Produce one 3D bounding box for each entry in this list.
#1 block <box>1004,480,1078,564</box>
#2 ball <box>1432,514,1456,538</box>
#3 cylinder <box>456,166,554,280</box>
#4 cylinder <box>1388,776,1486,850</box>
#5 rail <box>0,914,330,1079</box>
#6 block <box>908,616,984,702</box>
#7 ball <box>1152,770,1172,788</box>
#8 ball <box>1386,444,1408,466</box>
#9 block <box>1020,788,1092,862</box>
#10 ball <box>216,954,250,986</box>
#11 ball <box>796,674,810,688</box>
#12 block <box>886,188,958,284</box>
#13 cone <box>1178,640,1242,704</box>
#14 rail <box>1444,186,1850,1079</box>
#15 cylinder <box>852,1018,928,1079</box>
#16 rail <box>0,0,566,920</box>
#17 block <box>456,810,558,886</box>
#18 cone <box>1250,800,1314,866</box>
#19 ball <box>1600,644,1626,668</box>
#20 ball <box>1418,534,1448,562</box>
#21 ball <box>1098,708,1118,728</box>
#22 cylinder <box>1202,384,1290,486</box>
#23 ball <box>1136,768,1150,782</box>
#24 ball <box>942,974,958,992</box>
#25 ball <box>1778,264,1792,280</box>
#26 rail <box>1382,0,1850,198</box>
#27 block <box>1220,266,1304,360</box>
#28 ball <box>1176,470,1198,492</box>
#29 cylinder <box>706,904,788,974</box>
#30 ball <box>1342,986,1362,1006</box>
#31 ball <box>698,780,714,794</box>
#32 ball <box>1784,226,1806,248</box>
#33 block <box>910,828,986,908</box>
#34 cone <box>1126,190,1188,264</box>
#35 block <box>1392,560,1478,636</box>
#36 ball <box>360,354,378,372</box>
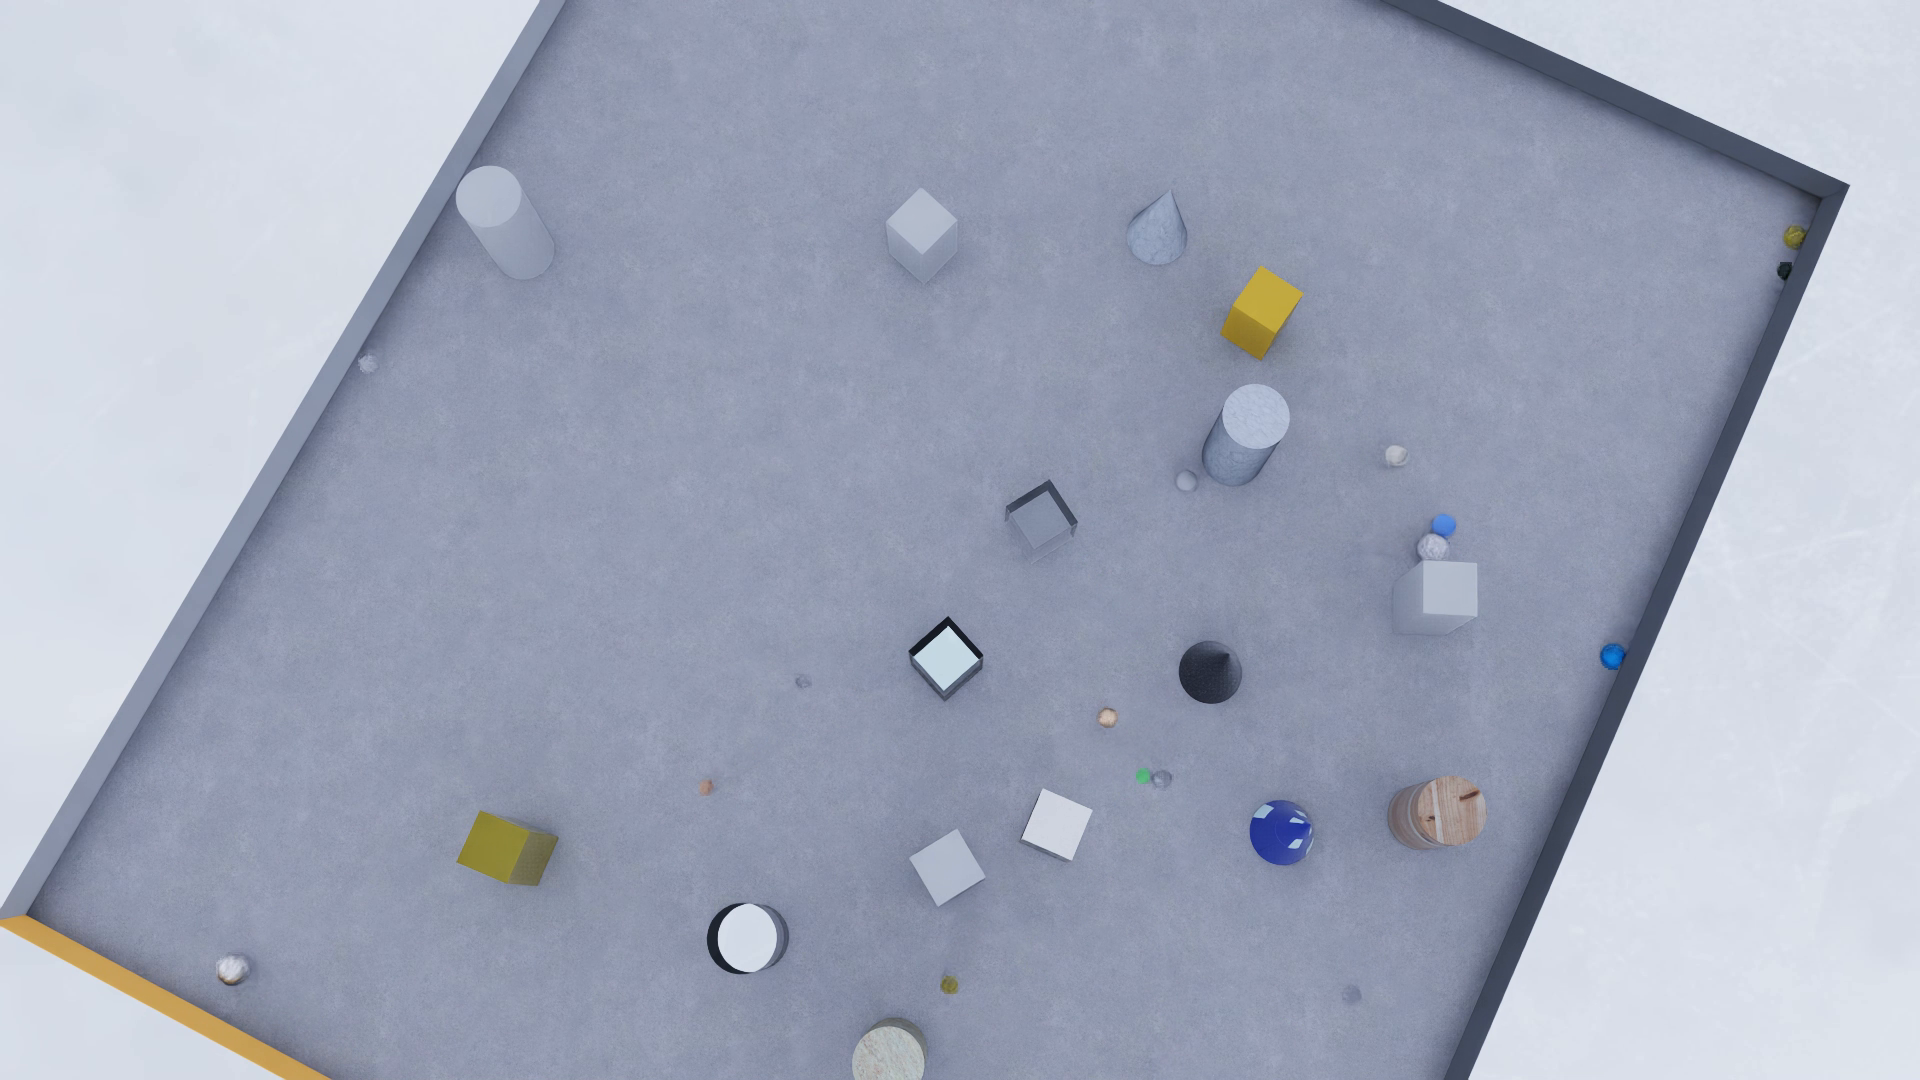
[{"bbox_3d":[0.242,-0.053,5.508,0.153,0.234,0.153,-32,80,-6],"label":"block"},{"bbox_3d":[1.475,-0.043,5.590,0.069,0.069,0.069,0,78,0],"label":"ball"},{"bbox_3d":[-1.381,-0.961,5.587,0.192,0.447,0.192,0,78,0],"label":"cylinder"},{"bbox_3d":[1.366,0.787,5.264,0.192,0.371,0.192,0,78,0],"label":"cylinder"},{"bbox_3d":[-0.996,1.957,5.147,3.965,0.125,0.045,26,80,5],"label":"rail"},{"bbox_3d":[-0.040,0.353,5.397,0.153,0.287,0.153,-41,81,-8],"label":"block"},{"bbox_3d":[0.599,0.710,5.440,0.058,0.058,0.058,0,78,0],"label":"ball"},{"bbox_3d":[1.342,-0.261,5.635,0.069,0.069,0.069,0,78,0],"label":"ball"},{"bbox_3d":[0.275,0.830,5.311,0.153,0.262,0.153,23,79,5],"label":"block"},{"bbox_3d":[-2.105,1.246,5.312,0.091,0.091,0.091,0,78,0],"label":"ball"},{"bbox_3d":[-0.472,0.426,5.507,0.042,0.042,0.042,0,78,0],"label":"ball"},{"bbox_3d":[-0.116,-0.938,5.674,0.153,0.268,0.153,43,81,8],"label":"block"},{"bbox_3d":[0.756,0.359,5.340,0.192,0.396,0.192,0,78,0],"label":"cone"},{"bbox_3d":[1.752,0.864,5.373,0.045,0.125,4.501,26,80,5],"label":"rail"},{"bbox_3d":[-0.190,1.435,5.083,0.192,0.464,0.192,0,78,0],"label":"cylinder"},{"bbox_3d":[-1.752,-0.851,5.728,0.045,0.125,4.501,26,80,5],"label":"rail"},{"bbox_3d":[-1.288,0.885,5.242,0.153,0.375,0.153,22,79,4],"label":"block"},{"bbox_3d":[0.955,0.821,5.213,0.192,0.458,0.192,0,78,0],"label":"cone"},{"bbox_3d":[1.962,0.347,5.508,0.072,0.072,0.072,0,78,0],"label":"ball"},{"bbox_3d":[1.435,0.027,5.565,0.090,0.090,0.090,0,78,0],"label":"ball"},{"bbox_3d":[0.443,0.532,5.476,0.060,0.060,0.060,0,78,0],"label":"ball"},{"bbox_3d":[0.843,-0.305,5.444,0.192,0.462,0.192,0,78,0],"label":"cylinder"},{"bbox_3d":[0.545,0.698,5.450,0.042,0.042,0.042,0,78,0],"label":"ball"},{"bbox_3d":[-0.029,1.289,5.324,0.050,0.050,0.050,0,78,0],"label":"ball"},{"bbox_3d":[2.598,-0.844,5.766,0.049,0.049,0.049,0,78,0],"label":"ball"},{"bbox_3d":[0.996,-1.944,5.954,3.965,0.125,0.045,26,80,5],"label":"rail"},{"bbox_3d":[0.922,-0.692,5.619,0.153,0.276,0.153,35,80,7],"label":"block"},{"bbox_3d":[0.696,-0.182,5.621,0.064,0.064,0.064,0,78,0],"label":"ball"},{"bbox_3d":[-0.597,1.128,5.194,0.192,0.371,0.192,0,78,0],"label":"cylinder"},{"bbox_3d":[1.137,1.322,5.316,0.053,0.053,0.053,0,78,0],"label":"ball"},{"bbox_3d":[-0.753,0.733,5.443,0.043,0.043,0.043,0,78,0],"label":"ball"},{"bbox_3d":[2.634,-0.957,5.780,0.068,0.068,0.068,0,78,0],"label":"ball"},{"bbox_3d":[-0.035,0.939,5.228,0.153,0.381,0.153,-31,80,-6],"label":"block"},{"bbox_3d":[0.625,-1.003,5.629,0.192,0.383,0.192,0,78,0],"label":"cone"},{"bbox_3d":[1.394,0.174,5.391,0.153,0.371,0.153,3,78,1],"label":"block"},{"bbox_3d":[-1.838,-0.552,5.703,0.053,0.053,0.053,0,78,0],"label":"ball"}]
